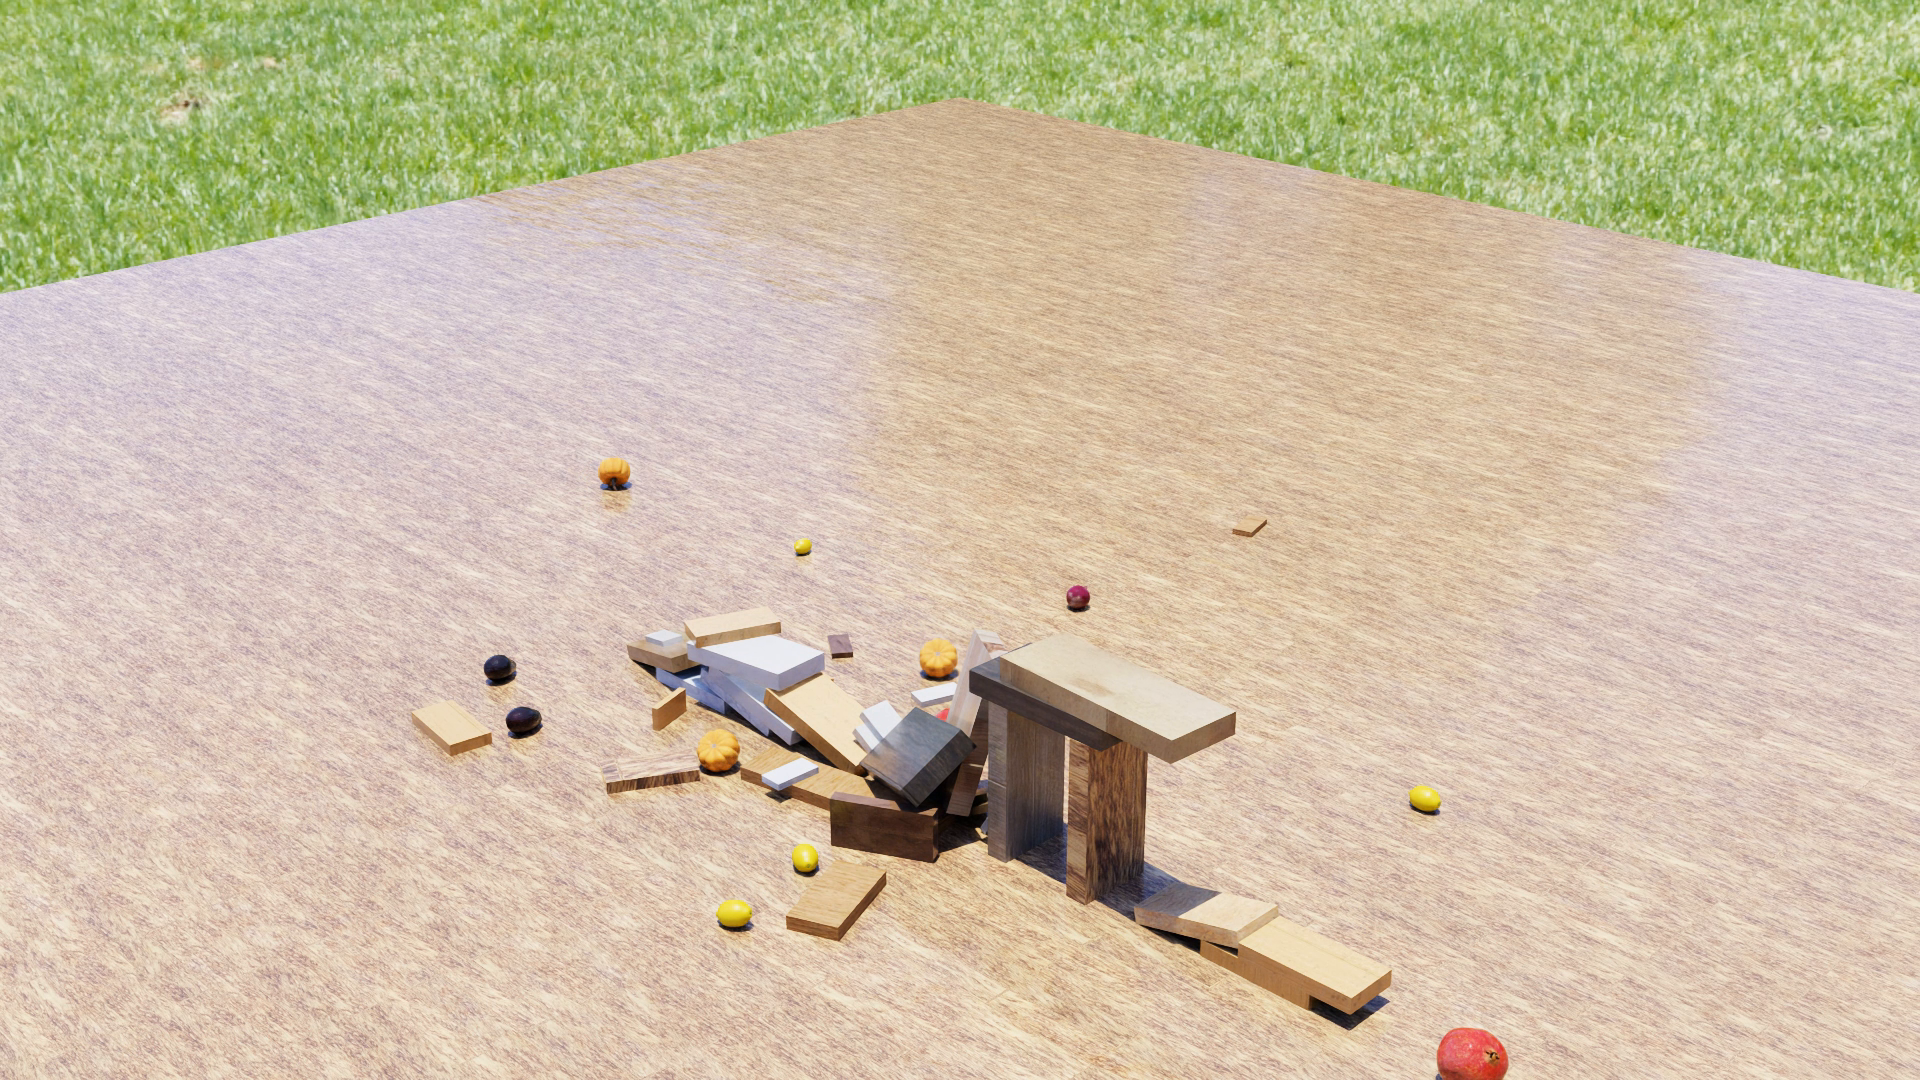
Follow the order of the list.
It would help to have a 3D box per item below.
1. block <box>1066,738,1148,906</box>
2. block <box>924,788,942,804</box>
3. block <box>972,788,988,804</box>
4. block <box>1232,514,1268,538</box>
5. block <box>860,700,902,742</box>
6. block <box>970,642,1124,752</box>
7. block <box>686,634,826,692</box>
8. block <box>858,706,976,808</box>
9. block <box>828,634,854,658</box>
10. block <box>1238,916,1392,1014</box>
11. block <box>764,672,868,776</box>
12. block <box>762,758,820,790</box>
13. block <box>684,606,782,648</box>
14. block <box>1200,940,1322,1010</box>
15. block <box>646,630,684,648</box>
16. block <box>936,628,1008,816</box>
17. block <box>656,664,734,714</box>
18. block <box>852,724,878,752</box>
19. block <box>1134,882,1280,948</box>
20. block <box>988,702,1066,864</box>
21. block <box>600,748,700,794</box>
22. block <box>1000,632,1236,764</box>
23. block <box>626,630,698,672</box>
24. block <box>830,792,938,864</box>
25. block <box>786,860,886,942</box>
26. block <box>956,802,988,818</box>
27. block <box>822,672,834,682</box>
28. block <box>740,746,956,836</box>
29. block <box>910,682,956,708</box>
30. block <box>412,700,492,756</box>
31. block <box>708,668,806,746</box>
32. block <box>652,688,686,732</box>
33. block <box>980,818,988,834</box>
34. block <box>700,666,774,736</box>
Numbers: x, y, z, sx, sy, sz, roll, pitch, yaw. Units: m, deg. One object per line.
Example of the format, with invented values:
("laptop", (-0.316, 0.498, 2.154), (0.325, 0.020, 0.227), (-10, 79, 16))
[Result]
("block", (0.278, 0.502, 4.143), (0.048, 0.338, 0.169), (21, 31, 41))
("block", (-0.070, 0.499, 4.528), (0.071, 0.020, 0.141), (-16, 36, -39))
("block", (0.039, 0.518, 4.452), (0.056, 0.016, 0.112), (-22, 2, -42))
("block", (0.768, -0.037, 5.827), (0.054, 0.015, 0.109), (12, 26, 27))
("block", (-0.141, 0.406, 4.615), (0.071, 0.020, 0.141), (-22, 64, -41))
("block", (0.197, 0.292, 4.144), (0.169, 0.048, 0.338), (-21, 31, -41))
("block", (-0.447, 0.253, 4.803), (0.283, 0.040, 0.142), (15, 27, 38))
("block", (-0.088, 0.431, 4.405), (0.167, 0.047, 0.334), (-44, 14, -10))
("block", (-0.281, 0.249, 5.155), (0.050, 0.014, 0.100), (-4, 23, -9))
("block", (0.623, 0.746, 3.870), (0.242, 0.034, 0.121), (21, 31, 40))
("block", (-0.271, 0.388, 4.686), (0.283, 0.040, 0.142), (37, 41, 29))
("block", (-0.349, 0.482, 4.528), (0.108, 0.015, 0.054), (-21, 31, -40))
("block", (-0.503, 0.193, 4.870), (0.193, 0.027, 0.097), (-10, 22, -20))
("block", (0.563, 0.754, 3.939), (0.121, 0.034, 0.242), (-21, 31, -41))
("block", (-0.682, 0.227, 5.068), (0.050, 0.014, 0.100), (-18, 14, -29))
("block", (0.023, 0.364, 4.404), (0.047, 0.334, 0.167), (12, 17, -17))
("block", (-0.563, 0.319, 4.965), (0.240, 0.034, 0.120), (21, 31, 40))
("block", (-0.156, 0.440, 4.605), (0.071, 0.020, 0.141), (-22, 64, -41))
("block", (0.451, 0.686, 4.032), (0.121, 0.034, 0.242), (-22, 18, -41))
("block", (0.130, 0.443, 4.283), (0.048, 0.338, 0.169), (21, 31, 40))
("block", (-0.648, 0.482, 4.590), (0.194, 0.027, 0.097), (-7, 24, -15))
("block", (0.285, 0.284, 4.041), (0.167, 0.047, 0.444), (-19, 29, -38))
("block", (-0.657, 0.254, 5.039), (0.120, 0.034, 0.240), (-18, 15, -30))
("block", (-0.149, 0.562, 4.300), (0.213, 0.107, 0.030), (7, 24, 17))
("block", (-0.231, 0.675, 4.130), (0.107, 0.030, 0.213), (9, 25, 21))
("block", (0.047, 0.534, 4.413), (0.056, 0.016, 0.113), (-22, 1, -42))
("block", (-0.341, 0.325, 4.977), (0.100, 0.014, 0.050), (-18, 29, -36))
("block", (-0.233, 0.520, 4.496), (0.471, 0.030, 0.107), (15, 27, 31))
("block", (-0.049, 0.347, 4.923), (0.109, 0.015, 0.054), (-12, 26, -25))
("block", (-1.103, 0.406, 4.768), (0.097, 0.027, 0.193), (-17, 28, -34))
("block", (-0.405, 0.335, 4.801), (0.142, 0.040, 0.283), (-21, 43, -40))
("block", (-0.637, 0.371, 4.818), (0.015, 0.054, 0.109), (11, 25, 25))
("block", (0.084, 0.536, 4.362), (0.056, 0.113, 0.016), (-22, 61, -42))
("block", (-0.451, 0.339, 4.852), (0.120, 0.034, 0.240), (-20, 43, -40))
